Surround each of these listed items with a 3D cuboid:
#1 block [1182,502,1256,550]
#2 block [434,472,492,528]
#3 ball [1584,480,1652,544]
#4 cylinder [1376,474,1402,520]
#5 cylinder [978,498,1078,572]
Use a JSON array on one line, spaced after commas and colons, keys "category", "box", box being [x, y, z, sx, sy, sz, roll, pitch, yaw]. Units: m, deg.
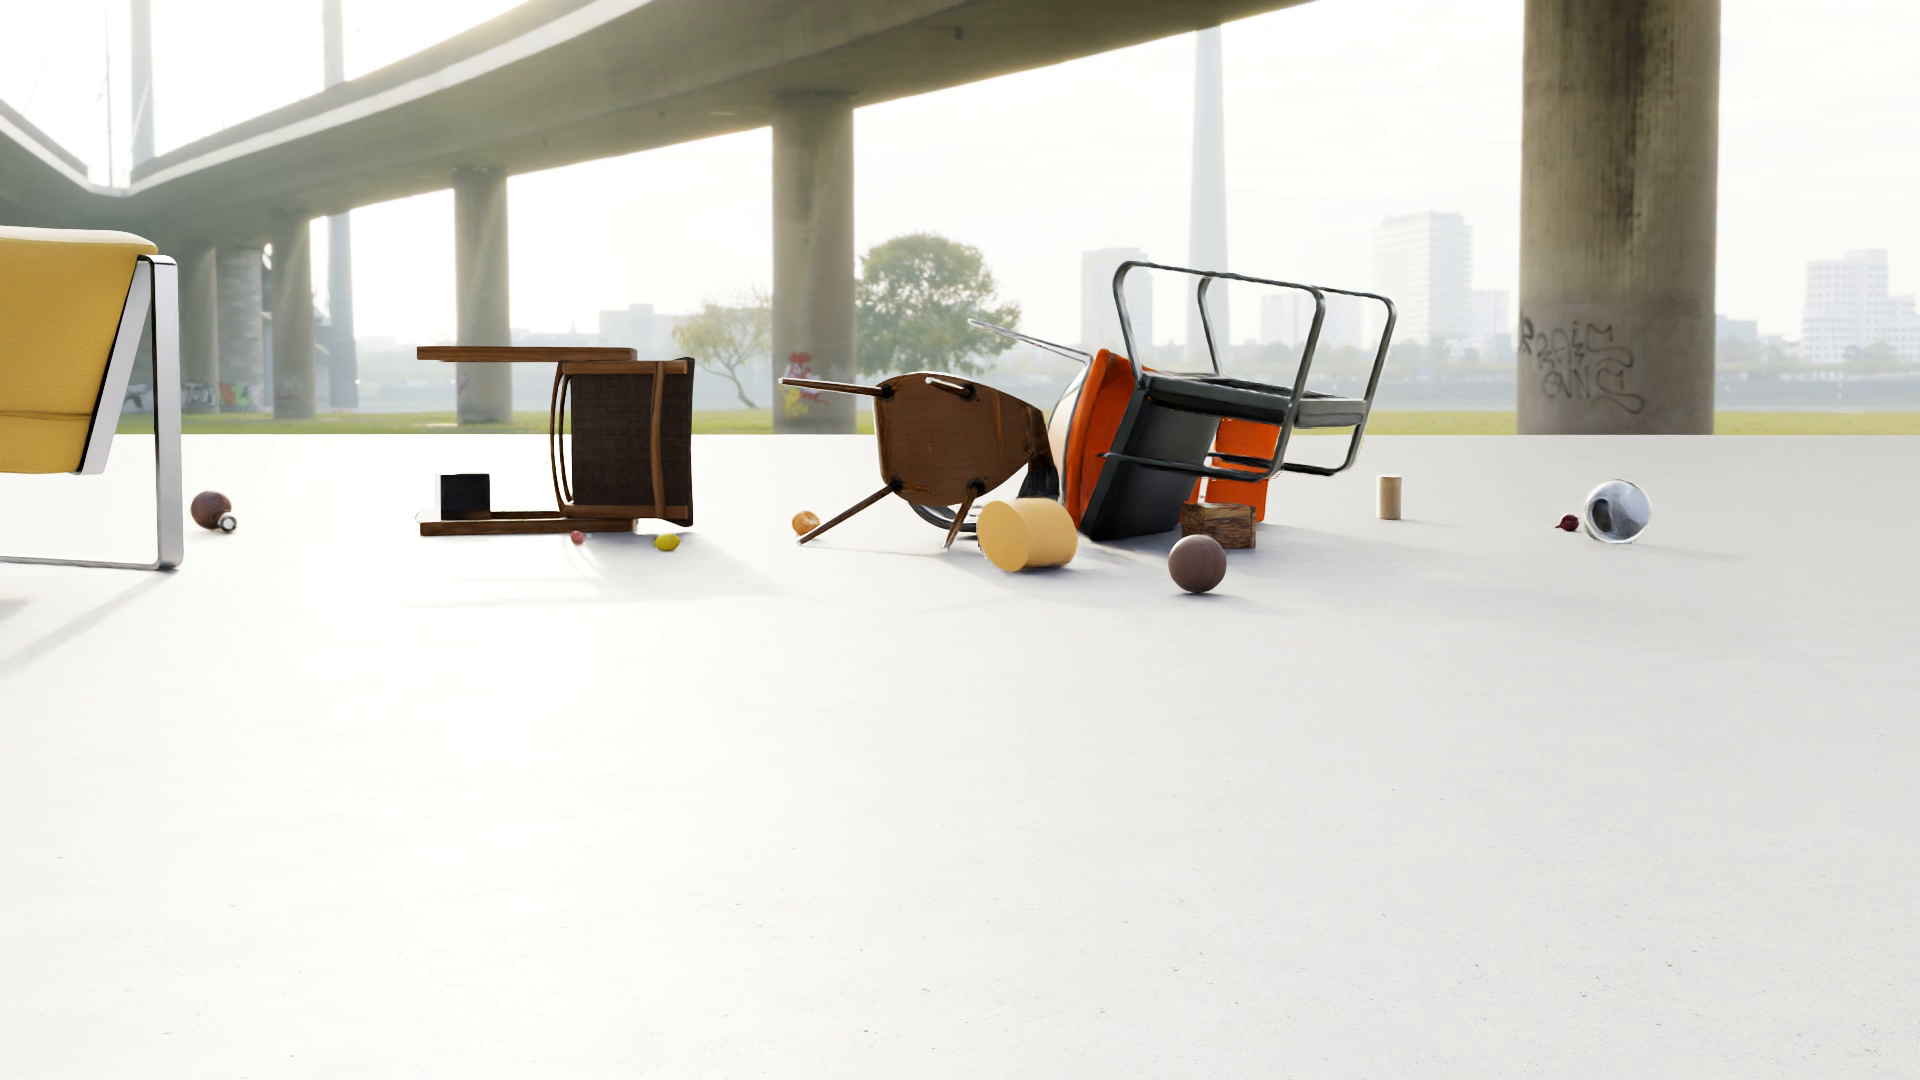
[{"category": "block", "box": [0.737, -0.041, 6.276, 0.150, 0.119, 0.224, -1, 4, -10]}, {"category": "block", "box": [-1.626, -0.131, 7.185, 0.160, 0.175, 0.180, -1, 4, -19]}, {"category": "ball", "box": [1.903, -0.082, 6.365, 0.188, 0.188, 0.188, 0, 4, 0]}, {"category": "cylinder", "box": [1.493, -0.150, 7.656, 0.083, 0.147, 0.208, 0, 4, 5]}, {"category": "cylinder", "box": [0.169, -0.014, 5.486, 0.195, 0.189, 0.147, -5, -33, -50]}]
